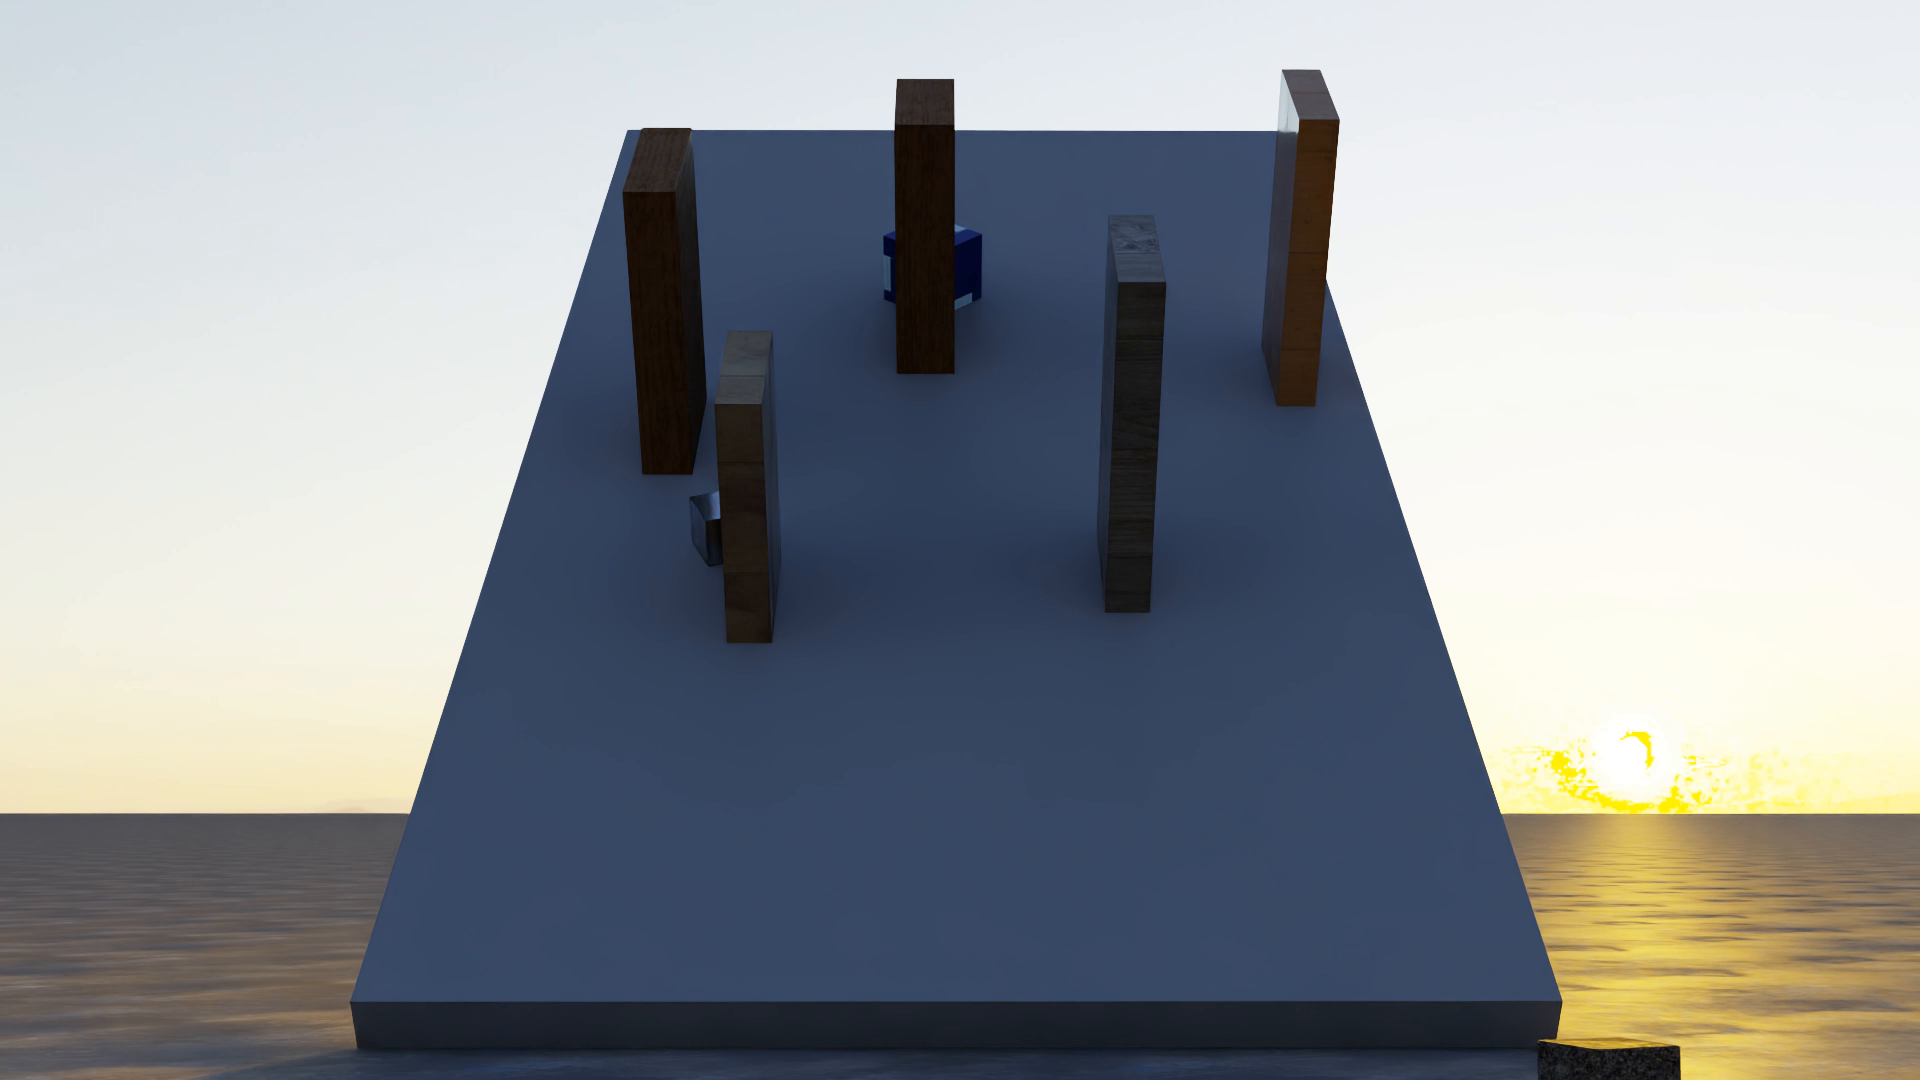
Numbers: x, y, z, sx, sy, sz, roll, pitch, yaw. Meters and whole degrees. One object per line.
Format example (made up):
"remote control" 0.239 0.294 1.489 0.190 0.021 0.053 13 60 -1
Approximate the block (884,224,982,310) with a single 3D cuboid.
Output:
"block" -0.071 -0.714 6.331 0.181 0.181 0.181 25 38 35

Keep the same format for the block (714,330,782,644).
"block" -0.428 -0.108 4.934 0.091 0.546 0.327 0 30 0

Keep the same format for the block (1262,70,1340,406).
"block" 0.812 -0.723 5.810 0.093 0.729 0.337 0 30 0

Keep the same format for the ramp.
"ramp" -0.013 -0.207 5.743 2.000 0.100 4.000 0 30 0

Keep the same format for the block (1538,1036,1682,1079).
"block" 0.776 0.661 2.893 0.118 0.118 0.118 3 -7 -22

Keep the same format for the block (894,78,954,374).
"block" -0.085 -0.772 5.966 0.142 0.649 0.316 0 30 0

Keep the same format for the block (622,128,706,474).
"block" -0.669 -0.546 5.535 0.114 0.692 0.387 0 30 0

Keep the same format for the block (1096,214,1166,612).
"block" 0.349 -0.256 4.990 0.093 0.750 0.332 0 30 0

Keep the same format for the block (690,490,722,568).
"block" -0.509 -0.029 5.225 0.114 0.114 0.114 -12 33 -20
